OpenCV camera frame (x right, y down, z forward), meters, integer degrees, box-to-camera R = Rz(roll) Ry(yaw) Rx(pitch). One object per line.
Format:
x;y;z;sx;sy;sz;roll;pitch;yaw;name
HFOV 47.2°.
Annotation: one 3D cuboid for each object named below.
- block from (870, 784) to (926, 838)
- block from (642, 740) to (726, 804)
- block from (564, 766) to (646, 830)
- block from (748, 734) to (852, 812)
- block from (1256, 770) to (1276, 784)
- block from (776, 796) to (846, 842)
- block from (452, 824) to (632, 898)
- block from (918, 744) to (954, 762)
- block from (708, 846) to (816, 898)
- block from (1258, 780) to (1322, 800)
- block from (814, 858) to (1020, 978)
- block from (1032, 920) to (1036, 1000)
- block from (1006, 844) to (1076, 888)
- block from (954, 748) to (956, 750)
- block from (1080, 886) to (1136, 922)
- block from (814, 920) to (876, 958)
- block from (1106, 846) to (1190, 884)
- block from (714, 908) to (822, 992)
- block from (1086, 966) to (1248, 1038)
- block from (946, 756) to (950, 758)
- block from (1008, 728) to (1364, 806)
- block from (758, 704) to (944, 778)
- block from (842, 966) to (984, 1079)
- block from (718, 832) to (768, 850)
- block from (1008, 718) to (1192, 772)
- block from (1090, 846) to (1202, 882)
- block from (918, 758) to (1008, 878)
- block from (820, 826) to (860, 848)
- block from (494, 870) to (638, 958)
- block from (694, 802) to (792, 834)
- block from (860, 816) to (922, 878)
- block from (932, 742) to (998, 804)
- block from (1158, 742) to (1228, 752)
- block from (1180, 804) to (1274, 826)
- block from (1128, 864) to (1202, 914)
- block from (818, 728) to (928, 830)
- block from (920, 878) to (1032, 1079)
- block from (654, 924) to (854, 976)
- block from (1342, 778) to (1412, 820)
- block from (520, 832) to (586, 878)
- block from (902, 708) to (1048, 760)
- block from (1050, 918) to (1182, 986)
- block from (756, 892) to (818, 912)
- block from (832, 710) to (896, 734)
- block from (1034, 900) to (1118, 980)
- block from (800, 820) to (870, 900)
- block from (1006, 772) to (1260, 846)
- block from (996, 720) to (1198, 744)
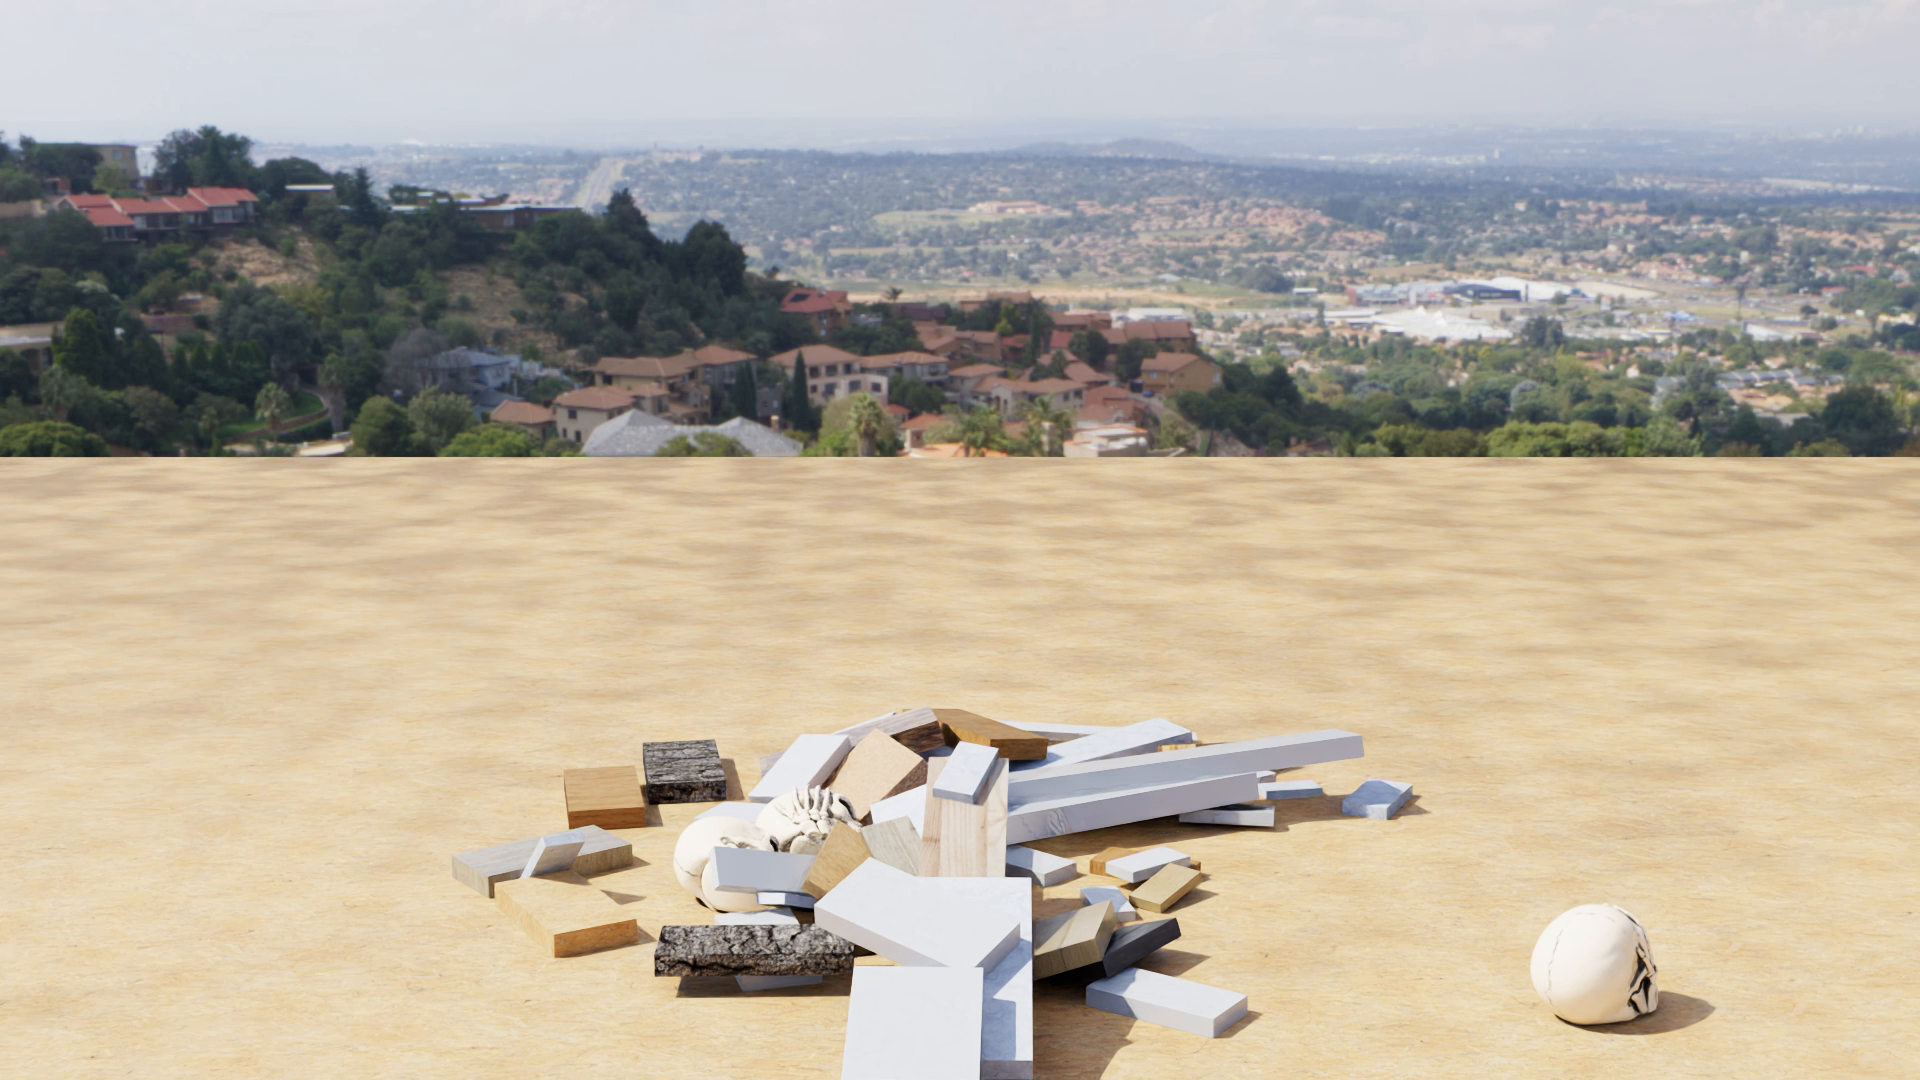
-0.049;0.510;3.631;0.161;0.046;0.322;-21;25;1;block
-0.542;0.452;4.301;0.145;0.041;0.291;-2;11;-10;block
-0.671;0.484;4.133;0.136;0.039;0.273;-2;11;-12;block
-0.295;0.429;4.070;0.104;0.029;0.208;-1;28;29;block
0.521;0.468;4.259;0.170;0.024;0.085;-8;13;-36;block
-0.279;0.503;3.984;0.104;0.029;0.208;-6;6;-16;block
-0.716;0.550;3.777;0.273;0.039;0.136;-8;13;-38;block
-0.090;0.442;4.232;0.174;0.049;0.347;-3;6;-6;block
-0.262;0.543;3.555;0.299;0.020;0.070;10;49;-30;block
0.632;0.480;4.220;0.113;0.016;0.056;-2;11;-13;block
-0.060;0.532;3.049;0.258;0.037;0.129;19;35;30;block
0.037;0.624;3.058;0.129;0.037;0.258;1;30;3;block
0.108;0.557;3.783;0.170;0.024;0.085;10;14;42;block
-0.015;0.425;4.502;0.072;0.020;0.143;1;11;3;block
0.241;0.595;3.593;0.062;0.017;0.123;-2;11;-11;block
-0.177;0.620;3.453;0.070;0.020;0.140;-4;11;-20;block
0.318;0.548;3.713;0.133;0.019;0.067;-8;13;-38;block
-0.297;0.627;3.378;0.121;0.034;0.241;-3;11;-16;block
0.298;0.666;3.179;0.209;0.030;0.104;7;13;34;block
-0.030;0.473;3.833;0.161;0.046;0.322;-17;20;8;block
0.378;0.421;4.064;0.724;0.041;0.145;-7;1;-11;block
-0.210;0.406;4.225;0.347;0.049;0.174;-17;7;-5;block
-0.060;0.674;2.787;0.172;0.049;0.345;0;29;2;block
-0.389;0.524;3.957;0.083;0.024;0.166;0;11;-2;block
0.258;0.426;4.360;0.416;0.032;0.113;-12;16;-28;block
0.317;0.560;3.763;0.170;0.024;0.085;6;12;28;block
0.002;0.529;3.300;0.129;0.037;0.644;1;30;2;block
-0.158;0.531;3.924;0.167;0.024;0.083;-10;15;-43;block
-0.635;0.597;3.527;0.136;0.039;0.273;-6;12;-30;block
-0.388;0.497;3.931;0.165;0.023;0.082;-3;14;39;block
-0.065;0.539;3.391;0.082;0.023;0.386;-13;26;-13;block
0.010;0.372;3.518;0.067;0.019;0.133;9;31;17;block
0.517;0.418;4.361;0.226;0.032;0.113;1;-7;-35;block
0.491;0.503;4.040;0.170;0.024;0.085;2;2;9;block
0.339;0.575;3.634;0.062;0.017;0.123;11;26;37;block
-0.153;0.437;3.958;0.161;0.046;0.322;-44;15;-9;block
0.012;0.600;3.015;0.172;0.049;0.374;0;30;1;block
-0.303;0.611;3.277;0.291;0.034;0.121;0;11;-2;block
0.789;0.488;4.150;0.085;0.024;0.170;5;12;27;block
-0.677;0.532;3.642;0.070;0.139;0.020;-3;53;-34;block
0.026;0.385;4.370;0.145;0.041;0.291;3;6;-38;block
0.234;0.621;3.322;0.104;0.030;0.209;-18;-3;38;block
-0.261;0.580;3.517;0.062;0.017;0.123;-8;-18;38;block
-0.228;0.402;4.395;0.208;0.029;0.104;-20;7;11;block
0.165;0.604;3.321;0.121;0.034;0.241;-19;1;10;block
-0.193;0.531;3.572;0.082;0.023;0.165;32;32;-2;block
0.271;0.480;3.991;0.525;0.049;0.174;-7;1;-24;block
0.210;0.398;4.562;0.560;0.016;0.056;3;12;-1;block
